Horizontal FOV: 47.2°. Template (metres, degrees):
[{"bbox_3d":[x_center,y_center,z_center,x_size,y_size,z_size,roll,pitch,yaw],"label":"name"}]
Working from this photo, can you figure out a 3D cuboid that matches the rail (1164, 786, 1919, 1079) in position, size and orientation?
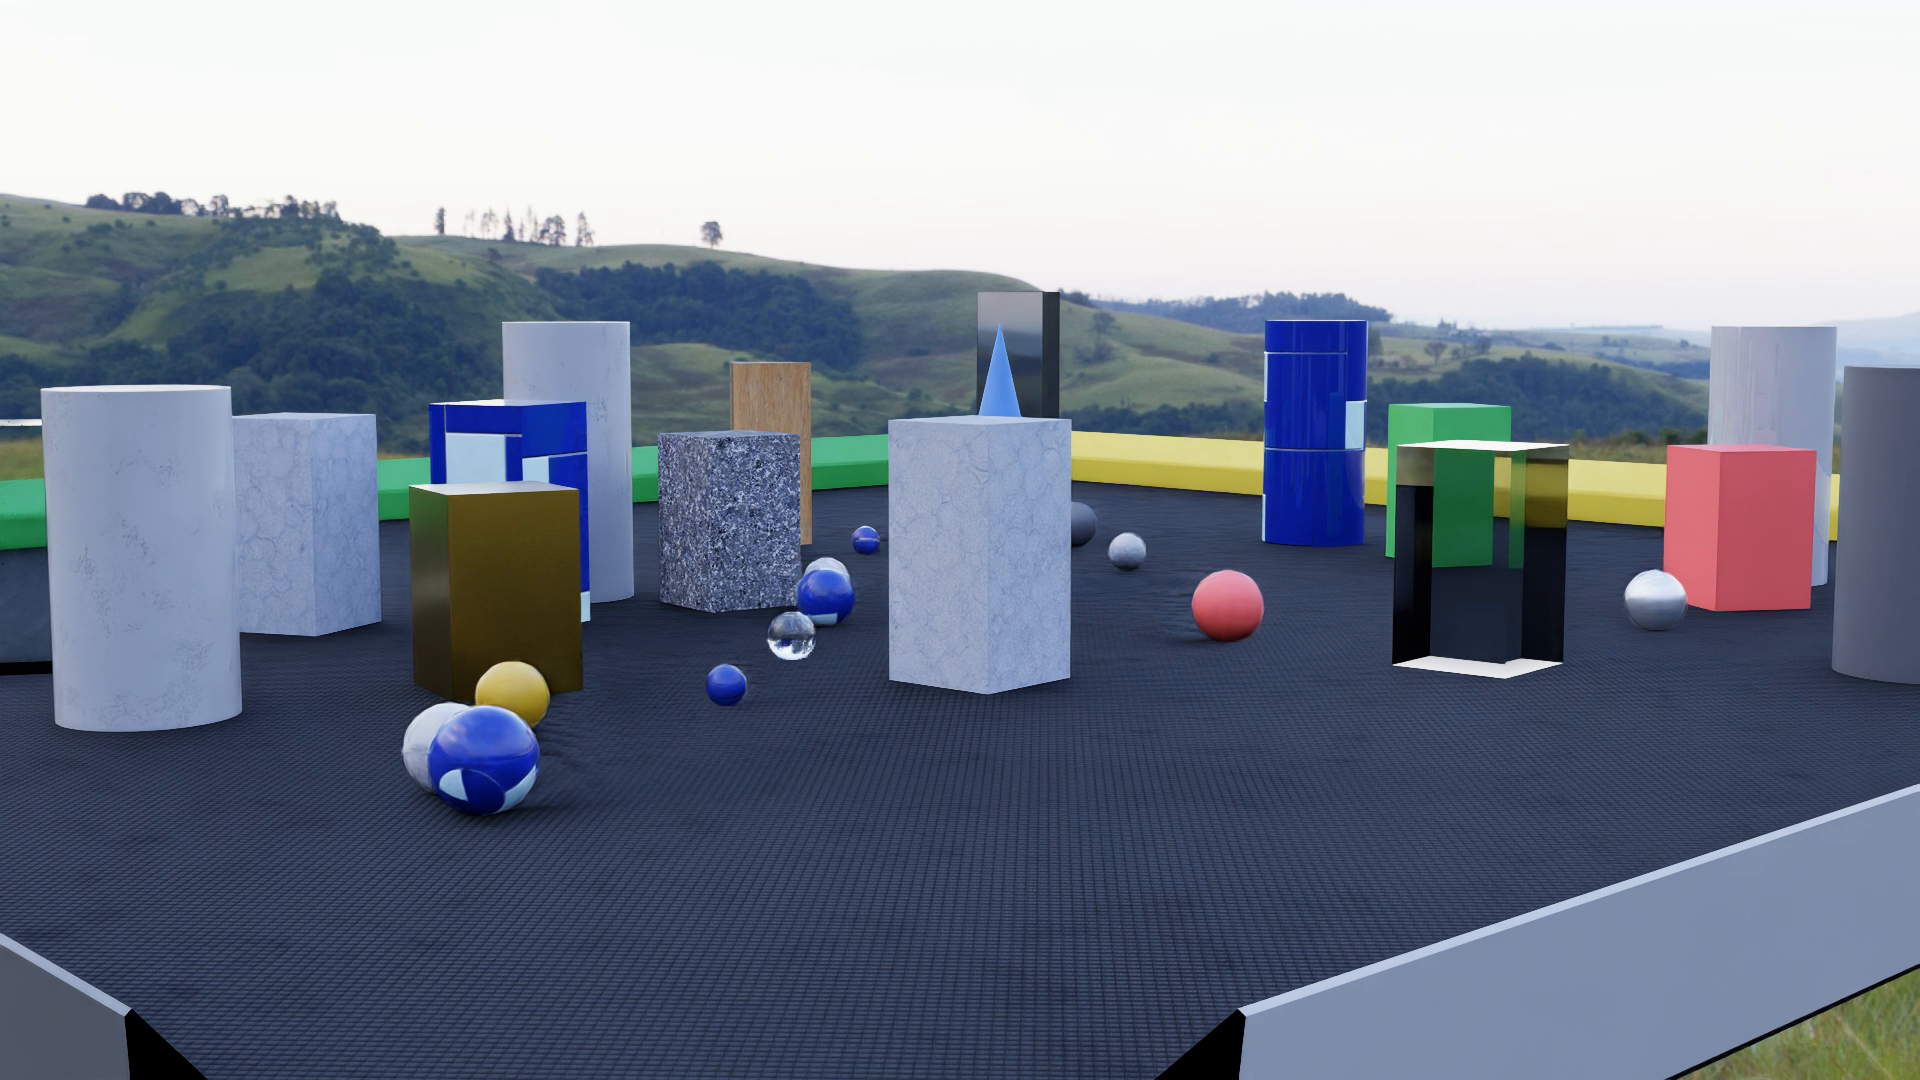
[{"bbox_3d":[1.209,0.170,2.029,3.730,0.126,0.045,-5,8,-42],"label":"rail"}]

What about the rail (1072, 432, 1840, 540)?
[{"bbox_3d":[1.353,-0.097,4.574,0.045,0.126,3.614,-5,8,-42],"label":"rail"}]

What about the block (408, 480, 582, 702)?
[{"bbox_3d":[-0.548,0.056,2.590,0.155,0.237,0.155,-3,7,-30],"label":"block"}]

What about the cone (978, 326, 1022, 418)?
[{"bbox_3d":[0.063,-0.133,3.501,0.194,0.423,0.194,0,6,0],"label":"cone"}]

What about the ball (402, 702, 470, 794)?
[{"bbox_3d":[-0.469,0.192,2.021,0.085,0.085,0.085,0,6,0],"label":"ball"}]

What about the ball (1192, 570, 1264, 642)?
[{"bbox_3d":[0.360,0.088,2.957,0.096,0.096,0.096,0,6,0],"label":"ball"}]

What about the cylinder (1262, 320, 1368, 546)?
[{"bbox_3d":[0.680,-0.208,4.215,0.194,0.423,0.194,0,6,0],"label":"cylinder"}]

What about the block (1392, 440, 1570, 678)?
[{"bbox_3d":[0.652,0.019,2.755,0.155,0.276,0.155,5,8,41],"label":"block"}]

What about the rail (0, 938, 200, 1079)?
[{"bbox_3d":[-1.353,0.163,2.090,0.045,0.126,3.614,-5,8,-42],"label":"rail"}]

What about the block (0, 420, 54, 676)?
[{"bbox_3d":[-1.195,0.006,2.740,0.155,0.305,0.155,-2,6,-14],"label":"block"}]

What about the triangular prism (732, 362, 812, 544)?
[{"bbox_3d":[-0.392,-0.165,4.178,0.168,0.345,0.146,-5,8,-38],"label":"triangular prism"}]

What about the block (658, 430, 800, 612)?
[{"bbox_3d":[-0.350,-0.032,3.332,0.155,0.257,0.155,-5,7,-37],"label":"block"}]

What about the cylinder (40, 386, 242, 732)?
[{"bbox_3d":[-0.892,0.014,2.402,0.194,0.359,0.194,0,6,0],"label":"cylinder"}]

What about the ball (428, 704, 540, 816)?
[{"bbox_3d":[-0.420,0.194,1.943,0.097,0.097,0.097,0,6,0],"label":"ball"}]

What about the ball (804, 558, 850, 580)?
[{"bbox_3d":[-0.203,0.062,3.334,0.070,0.070,0.070,0,6,0],"label":"ball"}]

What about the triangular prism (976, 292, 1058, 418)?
[{"bbox_3d":[0.144,-0.239,4.249,0.168,0.478,0.146,5,8,40],"label":"triangular prism"}]

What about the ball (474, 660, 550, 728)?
[{"bbox_3d":[-0.471,0.166,2.312,0.077,0.077,0.077,0,6,0],"label":"ball"}]

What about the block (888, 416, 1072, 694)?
[{"bbox_3d":[0.024,0.012,2.644,0.155,0.313,0.155,5,8,40],"label":"block"}]

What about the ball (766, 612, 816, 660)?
[{"bbox_3d":[-0.214,0.122,2.795,0.063,0.063,0.063,0,6,0],"label":"ball"}]

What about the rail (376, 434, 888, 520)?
[{"bbox_3d":[-1.209,-0.104,4.635,3.730,0.126,0.045,-5,8,-42],"label":"rail"}]

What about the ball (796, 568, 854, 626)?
[{"bbox_3d":[-0.190,0.080,3.102,0.082,0.082,0.082,0,6,0],"label":"ball"}]

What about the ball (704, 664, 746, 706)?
[{"bbox_3d":[-0.264,0.163,2.479,0.046,0.046,0.046,0,6,0],"label":"ball"}]

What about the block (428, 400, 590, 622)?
[{"bbox_3d":[-0.634,-0.037,3.106,0.155,0.314,0.155,3,7,24],"label":"block"}]

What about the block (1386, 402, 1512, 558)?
[{"bbox_3d":[0.869,-0.103,3.921,0.155,0.275,0.155,-2,6,-18],"label":"block"}]

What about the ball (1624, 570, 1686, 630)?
[{"bbox_3d":[0.968,0.084,3.063,0.083,0.083,0.083,0,6,0],"label":"ball"}]

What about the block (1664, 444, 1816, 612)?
[{"bbox_3d":[1.178,-0.022,3.331,0.155,0.236,0.155,-1,6,-11],"label":"block"}]

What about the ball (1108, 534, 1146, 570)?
[{"bbox_3d":[0.285,0.021,3.758,0.063,0.063,0.063,0,6,0],"label":"ball"}]

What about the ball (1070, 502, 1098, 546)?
[{"bbox_3d":[0.218,-0.030,4.147,0.083,0.083,0.083,0,6,0],"label":"ball"}]

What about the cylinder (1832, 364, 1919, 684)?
[{"bbox_3d":[1.178,-0.024,2.689,0.194,0.375,0.194,0,6,0],"label":"cylinder"}]

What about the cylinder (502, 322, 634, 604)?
[{"bbox_3d":[-0.606,-0.124,3.406,0.194,0.425,0.194,0,6,0],"label":"cylinder"}]

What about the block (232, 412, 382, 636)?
[{"bbox_3d":[-0.928,-0.026,3.088,0.155,0.296,0.155,2,6,19],"label":"block"}]

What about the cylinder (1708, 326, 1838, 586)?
[{"bbox_3d":[1.329,-0.142,3.613,0.194,0.417,0.194,0,6,0],"label":"cylinder"}]

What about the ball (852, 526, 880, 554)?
[{"bbox_3d":[-0.172,0.001,4.002,0.052,0.052,0.052,0,6,0],"label":"ball"}]
